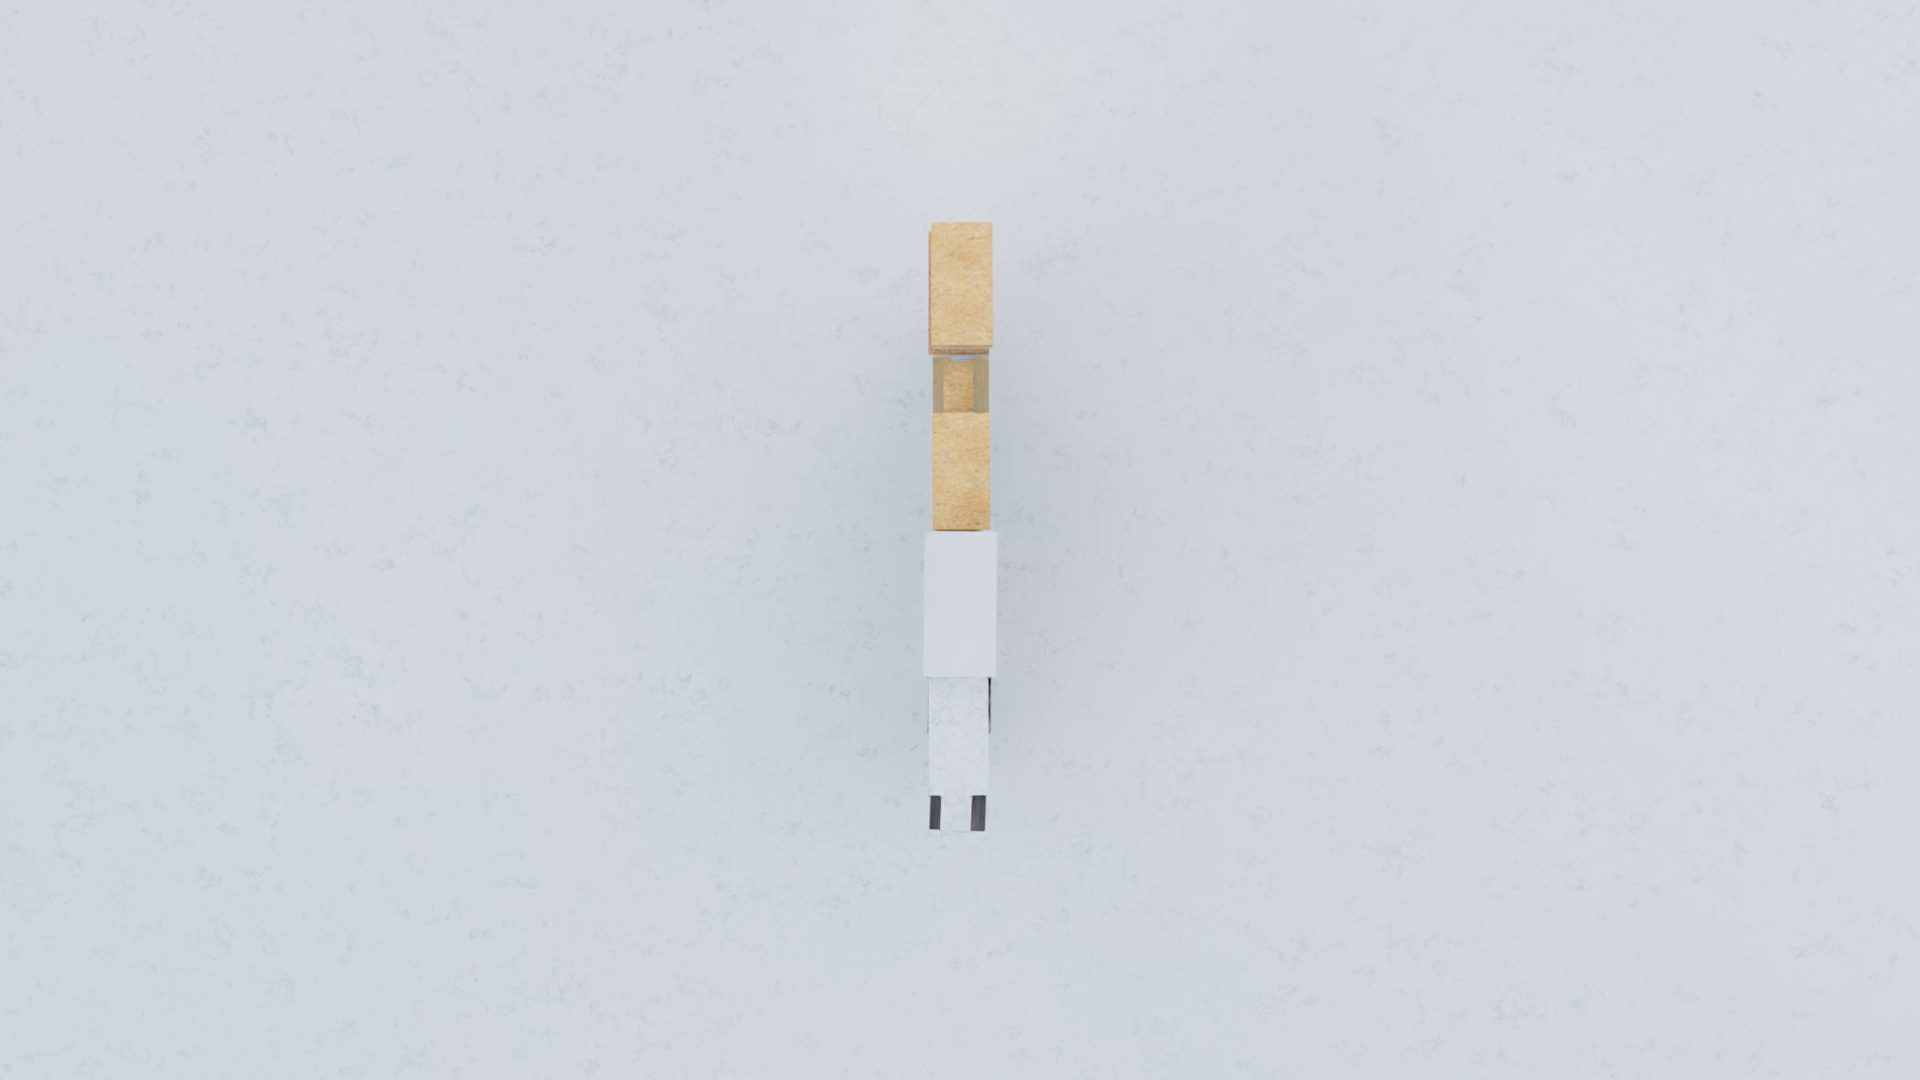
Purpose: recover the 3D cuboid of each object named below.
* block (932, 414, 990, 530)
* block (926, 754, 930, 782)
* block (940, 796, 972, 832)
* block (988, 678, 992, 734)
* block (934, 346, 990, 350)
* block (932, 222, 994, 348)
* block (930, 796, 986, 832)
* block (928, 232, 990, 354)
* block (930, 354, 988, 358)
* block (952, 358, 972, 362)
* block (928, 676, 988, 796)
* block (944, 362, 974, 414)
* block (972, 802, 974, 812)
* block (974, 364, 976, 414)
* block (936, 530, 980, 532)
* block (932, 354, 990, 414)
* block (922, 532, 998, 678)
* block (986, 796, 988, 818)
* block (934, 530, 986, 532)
[{"bbox_3d":[0.003,-0.163,3.935,0.138,0.039,0.276,0,90,0],"label":"block"},{"bbox_3d":[-0.007,0.551,4.200,0.139,0.617,0.039,3,91,1],"label":"block"},{"bbox_3d":[-0.009,0.686,4.337,0.080,0.023,0.159,2,90,2],"label":"block"},{"bbox_3d":[-0.001,0.329,4.194,0.160,0.045,0.320,0,90,0],"label":"block"},{"bbox_3d":[0.006,-0.522,4.179,0.148,0.297,0.042,0,90,0],"label":"block"},{"bbox_3d":[0.005,-0.620,4.010,0.149,0.042,0.297,0,90,0],"label":"block"},{"bbox_3d":[-0.003,0.641,4.531,0.153,0.043,0.307,2,90,0],"label":"block"},{"bbox_3d":[-0.004,-0.650,4.350,0.159,0.045,0.318,0,90,0],"label":"block"},{"bbox_3d":[-0.003,-0.543,4.532,0.159,0.318,0.045,0,89,0],"label":"block"},{"bbox_3d":[0.008,-0.464,4.698,0.059,0.017,0.119,-5,90,0],"label":"block"},{"bbox_3d":[-0.003,0.457,3.872,0.139,0.039,0.278,0,90,0],"label":"block"},{"bbox_3d":[-0.004,-0.389,4.338,0.077,0.022,0.155,0,90,0],"label":"block"},{"bbox_3d":[-0.007,0.734,4.428,0.080,0.159,0.023,2,95,2],"label":"block"},{"bbox_3d":[0.004,-0.399,4.515,0.081,0.023,0.163,-1,90,0],"label":"block"},{"bbox_3d":[-0.006,0.052,4.270,0.113,0.032,0.226,0,90,0],"label":"block"},{"bbox_3d":[0.003,-0.391,4.849,0.165,0.047,0.329,0,90,0],"label":"block"},{"bbox_3d":[0.000,0.147,3.814,0.167,0.047,0.334,1,90,0],"label":"block"},{"bbox_3d":[0.001,0.746,4.911,0.153,0.715,0.043,0,90,0],"label":"block"},{"bbox_3d":[0.000,-0.161,4.531,0.138,0.039,0.275,0,90,0],"label":"block"}]
